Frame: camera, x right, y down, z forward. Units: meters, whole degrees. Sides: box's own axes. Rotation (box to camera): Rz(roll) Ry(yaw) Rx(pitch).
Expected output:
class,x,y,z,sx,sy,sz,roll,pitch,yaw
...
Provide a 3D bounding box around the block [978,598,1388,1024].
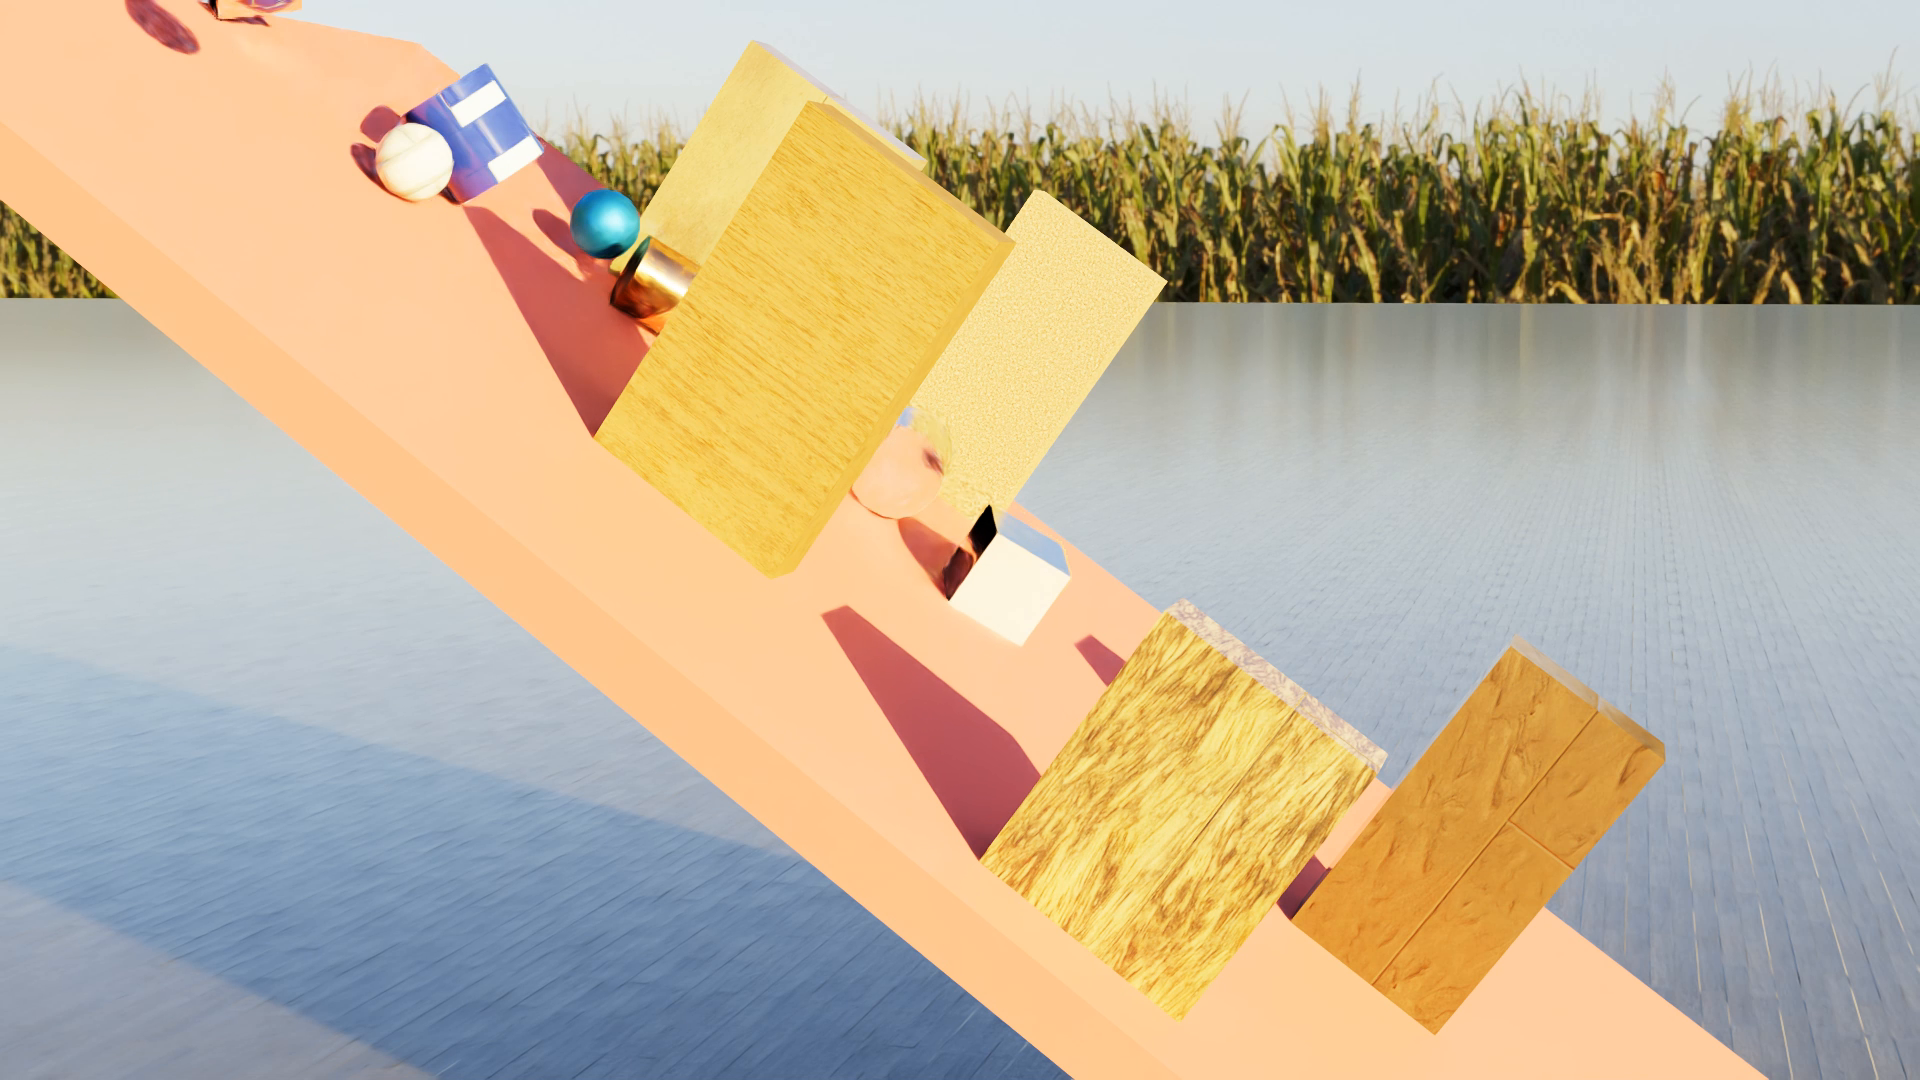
class,x,y,z,sx,sy,sz,roll,pitch,yaw
block,0.318,0.385,3.156,0.366,0.467,0.130,38,16,10

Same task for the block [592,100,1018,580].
class,x,y,z,sx,sy,sz,roll,pitch,yaw
block,-0.264,-0.327,3.653,0.394,0.681,0.108,38,16,10

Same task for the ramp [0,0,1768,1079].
class,x,y,z,sx,sy,sz,roll,pitch,yaw
ramp,-0.083,0.152,4.078,4.000,0.100,2.000,38,16,10

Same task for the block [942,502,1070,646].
class,x,y,z,sx,sy,sz,roll,pitch,yaw
block,0.087,0.064,4.189,0.167,0.167,0.167,31,16,-15

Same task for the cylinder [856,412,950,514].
class,x,y,z,sx,sy,sz,roll,pitch,yaw
cylinder,-0.116,-0.155,4.375,0.186,0.186,0.186,0,7,2

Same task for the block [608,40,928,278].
class,x,y,z,sx,sy,sz,roll,pitch,yaw
block,-0.405,-0.673,4.581,0.424,0.576,0.102,38,16,10

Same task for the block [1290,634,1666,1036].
class,x,y,z,sx,sy,sz,roll,pitch,yaw
block,0.870,0.496,3.714,0.303,0.607,0.139,38,16,10

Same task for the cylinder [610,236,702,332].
class,x,y,z,sx,sy,sz,roll,pitch,yaw
cylinder,-0.597,-0.505,4.436,0.158,0.158,0.158,31,-4,-20

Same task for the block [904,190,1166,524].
class,x,y,z,sx,sy,sz,roll,pitch,yaw
block,0.114,-0.377,4.655,0.326,0.646,0.083,38,16,10

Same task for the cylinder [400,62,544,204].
class,x,y,z,sx,sy,sz,roll,pitch,yaw
cylinder,-0.970,-0.808,4.376,0.204,0.204,0.204,-29,17,10

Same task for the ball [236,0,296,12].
class,x,y,z,sx,sy,sz,roll,pitch,yaw
ball,-1.234,-1.012,3.898,0.151,0.151,0.151,0,7,0

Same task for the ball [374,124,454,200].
class,x,y,z,sx,sy,sz,roll,pitch,yaw
ball,-1.044,-0.723,4.208,0.146,0.146,0.146,0,7,0

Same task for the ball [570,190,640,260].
class,x,y,z,sx,sy,sz,roll,pitch,yaw
ball,-0.735,-0.654,4.552,0.144,0.144,0.144,0,7,0

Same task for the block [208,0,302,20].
class,x,y,z,sx,sy,sz,roll,pitch,yaw
block,-1.465,-1.203,4.519,0.174,0.174,0.174,-15,55,-30
